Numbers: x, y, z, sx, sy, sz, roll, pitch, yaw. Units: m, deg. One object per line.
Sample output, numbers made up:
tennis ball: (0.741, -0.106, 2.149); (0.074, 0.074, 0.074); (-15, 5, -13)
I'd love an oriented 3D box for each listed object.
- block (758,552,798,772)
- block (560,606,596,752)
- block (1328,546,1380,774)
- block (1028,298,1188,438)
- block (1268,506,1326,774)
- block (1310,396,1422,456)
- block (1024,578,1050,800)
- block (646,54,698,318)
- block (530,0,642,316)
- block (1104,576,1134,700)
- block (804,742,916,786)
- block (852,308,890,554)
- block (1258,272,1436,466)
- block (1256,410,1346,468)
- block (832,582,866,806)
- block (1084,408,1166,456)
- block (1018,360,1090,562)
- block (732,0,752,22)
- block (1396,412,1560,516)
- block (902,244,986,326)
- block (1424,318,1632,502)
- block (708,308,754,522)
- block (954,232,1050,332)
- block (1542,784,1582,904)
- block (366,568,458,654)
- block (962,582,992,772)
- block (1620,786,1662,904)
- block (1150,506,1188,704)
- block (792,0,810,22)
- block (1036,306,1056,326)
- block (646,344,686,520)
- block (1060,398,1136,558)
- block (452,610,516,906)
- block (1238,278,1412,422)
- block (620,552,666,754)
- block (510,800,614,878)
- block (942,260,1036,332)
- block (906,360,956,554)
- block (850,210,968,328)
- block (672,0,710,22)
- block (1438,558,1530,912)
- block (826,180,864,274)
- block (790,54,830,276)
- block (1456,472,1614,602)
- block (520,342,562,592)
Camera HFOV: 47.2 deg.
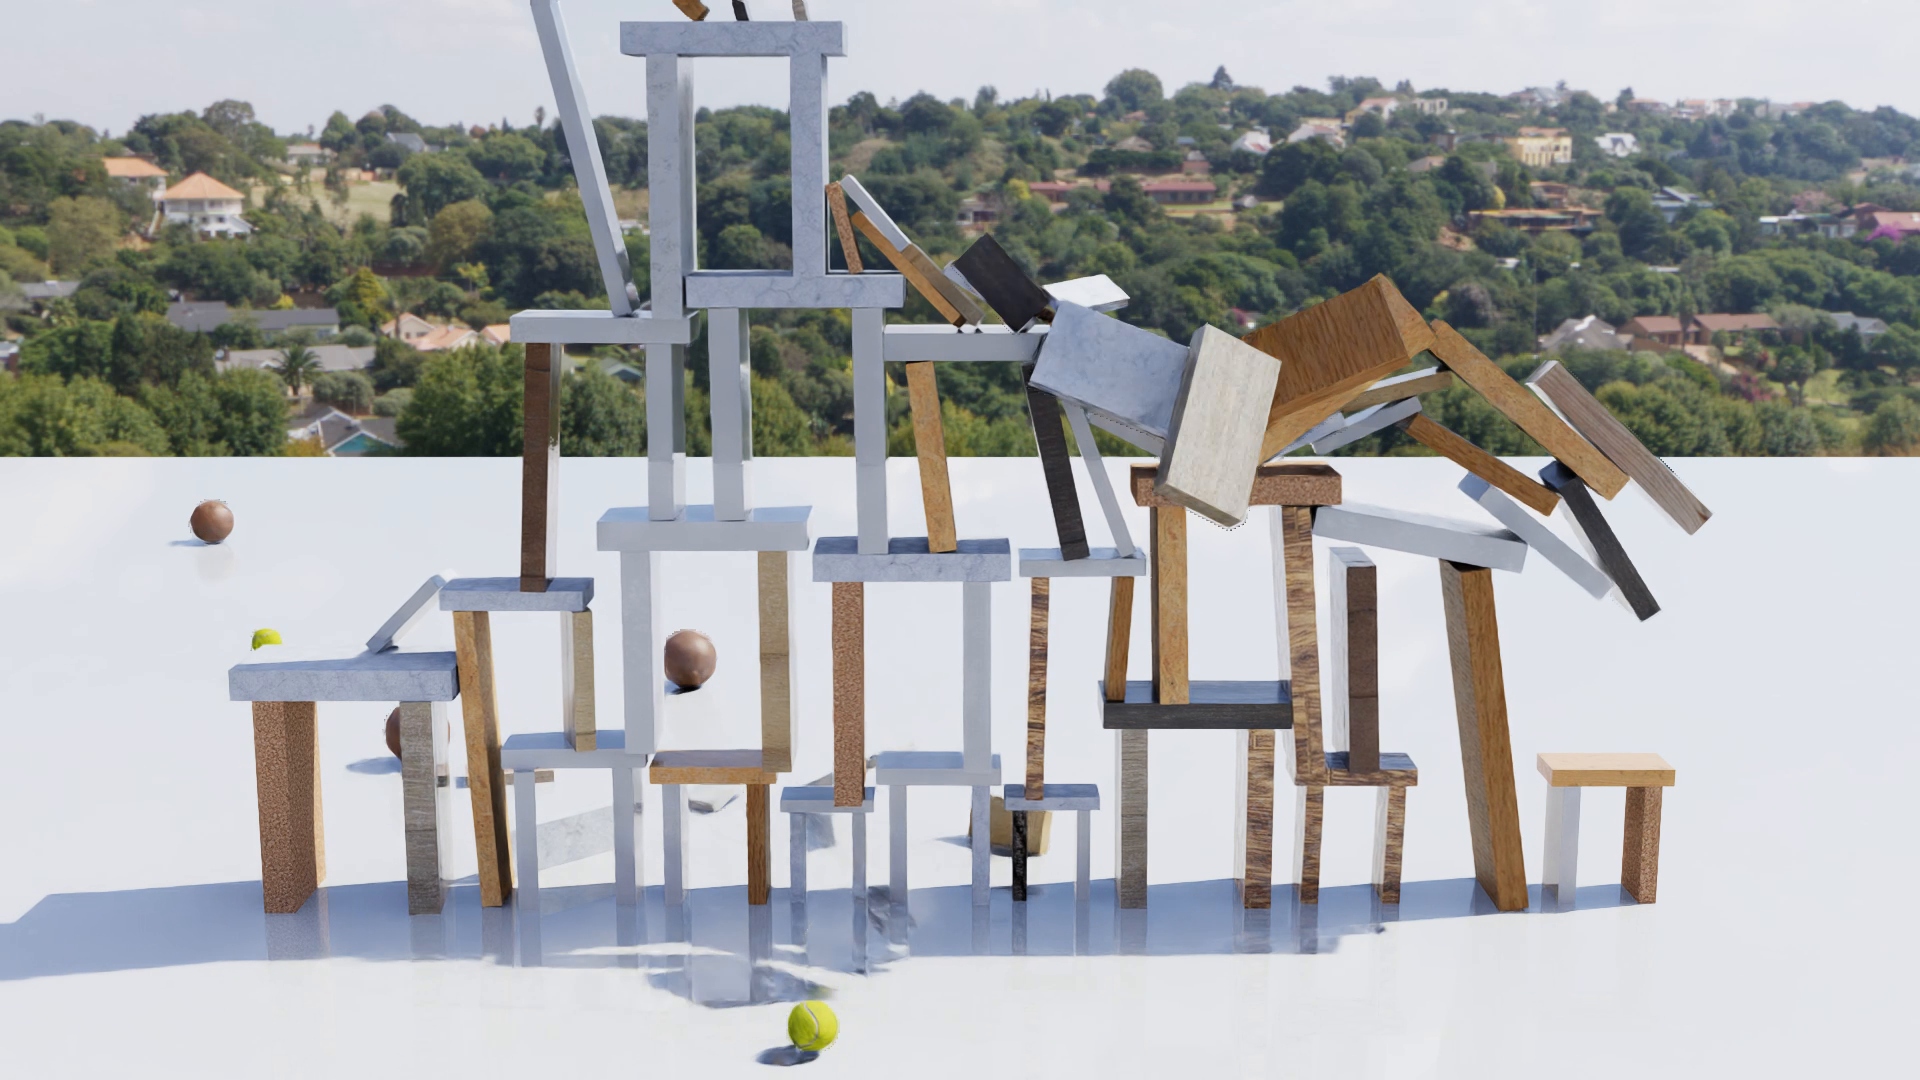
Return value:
block: (-0.296, 0.181, 3.588); (0.047, 0.363, 0.166); (0, 11, 0)
block: (-0.623, 0.218, 3.583); (0.033, 0.230, 0.115); (-4, 11, -20)
block: (0.645, 0.194, 3.602); (0.048, 0.340, 0.170); (-3, 10, 1)
block: (0.260, -0.256, 3.397); (0.276, 0.138, 0.039); (21, -7, 0)
block: (0.548, 0.147, 3.585); (0.046, 0.438, 0.161); (-5, 10, 1)
block: (0.647, -0.187, 3.523); (0.179, 0.025, 0.090); (-24, 7, 8)
block: (0.125, 0.233, 3.600); (0.029, 0.371, 0.101); (1, 11, -1)
block: (-0.451, -0.555, 3.453); (0.048, 0.401, 0.169); (0, 11, 1)
block: (-0.603, -0.676, 3.427); (0.029, 0.657, 0.104); (-13, 10, 2)
block: (0.258, 0.149, 3.584); (0.029, 0.203, 0.101); (4, 11, -1)
block: (-0.195, 0.426, 4.055); (0.072, 0.021, 0.366); (-16, -8, -32)
block: (-0.142, -0.184, 3.528); (0.048, 0.389, 0.168); (-1, 11, 0)
block: (0.570, -0.272, 3.487); (0.338, 0.048, 0.169); (-36, 34, 8)
block: (0.525, -0.165, 3.529); (0.179, 0.025, 0.090); (-25, 12, 5)
block: (-0.182, 0.235, 3.602); (0.045, 0.372, 0.157); (0, 11, 0)
block: (0.293, -0.166, 3.527); (0.189, 0.027, 0.094); (26, 9, -5)
block: (0.150, -0.136, 3.537); (0.043, 0.318, 0.152); (-12, 10, 2)
block: (-0.350, -0.869, 3.403); (0.019, 0.136, 0.068); (-13, 10, 2)
block: (0.829, -0.128, 3.531); (0.263, 0.037, 0.131); (30, 10, -2)
block: (-0.024, -0.406, 3.502); (0.162, 0.023, 0.081); (45, 7, 0)
block: (0.893, -0.210, 3.504); (0.378, 0.048, 0.169); (40, 10, 0)
block: (-0.366, -0.210, 3.524); (0.048, 0.336, 0.168); (-1, 11, 0)
block: (0.064, -0.399, 3.410); (0.072, 0.145, 0.021); (-42, 2, 6)
block: (0.999, 0.491, 3.653); (0.028, 0.200, 0.100); (0, 11, 0)
block: (-0.903, 0.117, 3.629); (0.167, 0.024, 0.083); (-43, 0, 15)
block: (0.028, 0.207, 3.598); (0.045, 0.315, 0.157); (0, 11, 0)
block: (1.132, 0.491, 3.653); (0.028, 0.200, 0.100); (0, 11, 0)
block: (0.339, 0.091, 3.576); (0.046, 0.321, 0.161); (-2, 11, 0)
block: (-0.257, -0.869, 3.403); (0.019, 0.136, 0.068); (-11, 10, 2)
block: (0.103, -0.378, 3.488); (0.134, 0.019, 0.067); (31, 8, -9)
block: (-0.470, -0.181, 3.521); (0.040, 0.280, 0.140); (1, 11, 1)
block: (0.211, -0.134, 3.536); (0.027, 0.325, 0.094); (-21, 10, 3)
block: (-0.782, 0.347, 3.617); (0.033, 0.496, 0.115); (-3, 11, 0)
block: (0.498, -0.265, 3.421); (0.378, 0.138, 0.039); (-23, -27, 14)
block: (-0.516, 0.166, 3.587); (0.047, 0.332, 0.166); (0, 11, -2)
block: (-0.687, 0.518, 3.827); (0.024, 0.083, 0.289); (12, 16, 44)
block: (0.046, -0.387, 3.481); (0.162, 0.023, 0.081); (33, 8, -7)
block: (-0.046, -0.143, 3.537); (0.043, 0.303, 0.152); (-7, 11, 1)
block: (-0.080, -0.428, 3.485); (0.234, 0.020, 0.072); (46, 7, 7)
block: (-0.474, -0.880, 3.387); (0.208, 0.029, 0.104); (43, 6, -9)
block: (0.860, 0.310, 3.616); (0.048, 0.569, 0.170); (-9, 10, 2)
block: (-0.181, -0.493, 3.466); (0.020, 0.144, 0.072); (-15, 10, 3)
block: (-0.235, -0.588, 3.451); (0.048, 0.338, 0.169); (0, 11, 0)
block: (0.930, -0.009, 3.560); (0.263, 0.037, 0.131); (37, 9, -9)
block: (-0.673, -0.125, 3.530); (0.040, 0.397, 0.140); (3, 10, -4)
